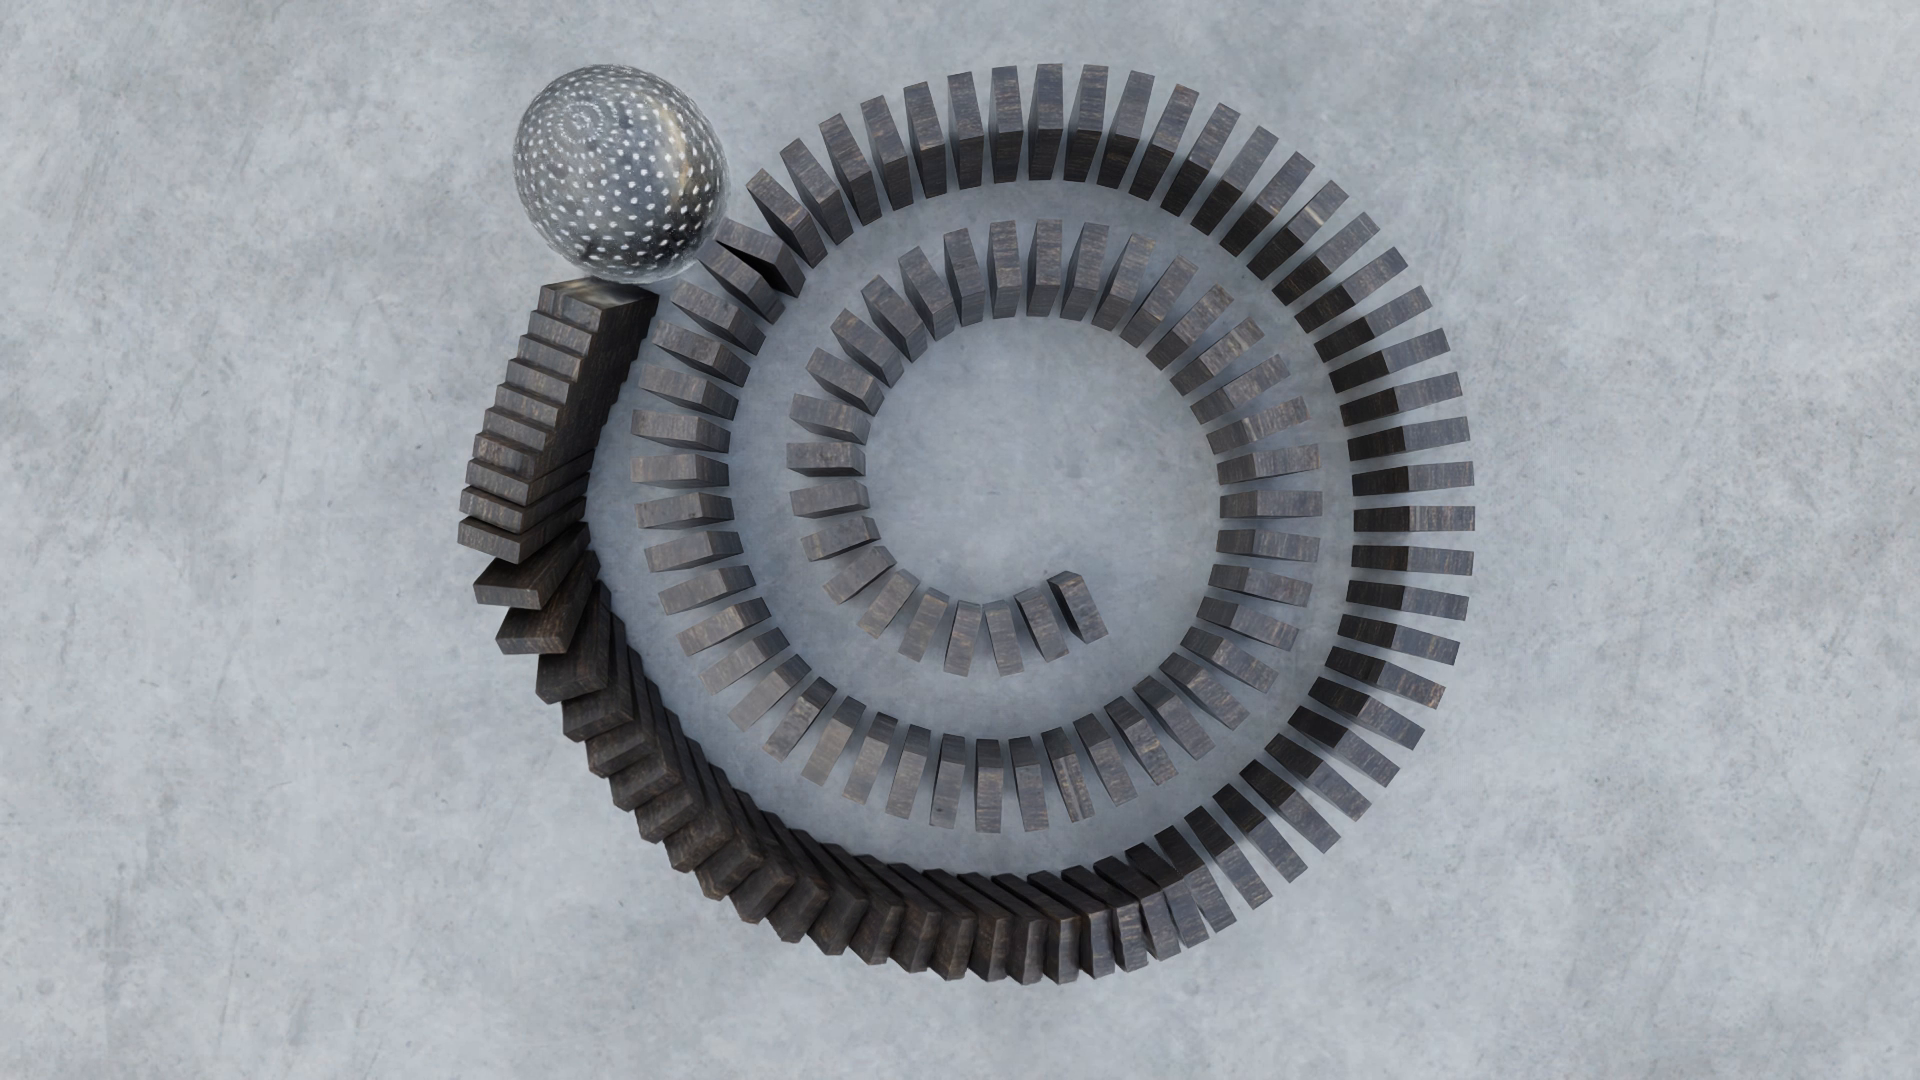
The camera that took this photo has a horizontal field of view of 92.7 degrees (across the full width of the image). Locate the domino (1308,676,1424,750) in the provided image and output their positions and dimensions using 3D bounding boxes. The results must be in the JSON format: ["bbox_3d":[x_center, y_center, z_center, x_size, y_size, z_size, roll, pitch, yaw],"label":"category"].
[{"bbox_3d":[0.165,0.070,0.375,0.025,0.050,0.009,31,90,0],"label":"domino"}]

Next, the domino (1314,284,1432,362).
[{"bbox_3d":[0.167,-0.087,0.375,0.025,0.050,0.010,-29,90,0],"label":"domino"}]

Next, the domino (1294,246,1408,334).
[{"bbox_3d":[0.159,-0.101,0.375,0.025,0.050,0.009,-36,90,0],"label":"domino"}]

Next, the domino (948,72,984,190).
[{"bbox_3d":[0.002,-0.166,0.375,0.010,0.050,0.025,-11,90,0],"label":"domino"}]

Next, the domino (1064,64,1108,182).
[{"bbox_3d":[0.051,-0.169,0.375,0.009,0.050,0.025,5,90,0],"label":"domino"}]

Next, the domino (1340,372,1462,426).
[{"bbox_3d":[0.179,-0.057,0.375,0.025,0.050,0.010,-14,90,0],"label":"domino"}]

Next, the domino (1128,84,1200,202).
[{"bbox_3d":[0.083,-0.161,0.375,0.009,0.050,0.025,22,90,0],"label":"domino"}]

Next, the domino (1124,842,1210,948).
[{"bbox_3d":[0.083,0.144,0.375,0.010,0.050,0.025,-23,90,-8],"label":"domino"}]

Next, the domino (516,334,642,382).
[{"bbox_3d":[-0.155,-0.079,0.375,0.025,0.050,0.009,22,113,0],"label":"domino"}]

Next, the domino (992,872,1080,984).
[{"bbox_3d":[0.030,0.158,0.376,0.010,0.050,0.025,3,90,-30],"label":"domino"}]

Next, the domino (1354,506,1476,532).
[{"bbox_3d":[0.184,-0.008,0.375,0.025,0.050,0.010,0,90,0],"label":"domino"}]

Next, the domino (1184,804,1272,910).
[{"bbox_3d":[0.109,0.129,0.375,0.010,0.050,0.025,-35,90,0],"label":"domino"}]

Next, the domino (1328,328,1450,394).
[{"bbox_3d":[0.174,-0.073,0.375,0.025,0.050,0.010,-20,90,0],"label":"domino"}]

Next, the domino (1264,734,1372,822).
[{"bbox_3d":[0.145,0.096,0.375,0.025,0.050,0.010,42,90,0],"label":"domino"}]

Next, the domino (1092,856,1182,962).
[{"bbox_3d":[0.071,0.149,0.375,0.010,0.050,0.025,-17,90,-14],"label":"domino"}]

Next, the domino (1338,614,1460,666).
[{"bbox_3d":[0.178,0.040,0.375,0.025,0.050,0.009,16,90,0],"label":"domino"}]

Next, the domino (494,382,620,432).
[{"bbox_3d":[-0.163,-0.060,0.375,0.025,0.050,0.010,22,113,0],"label":"domino"}]

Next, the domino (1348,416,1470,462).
[{"bbox_3d":[0.182,-0.041,0.375,0.025,0.050,0.010,-9,90,0],"label":"domino"}]

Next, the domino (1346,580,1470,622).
[{"bbox_3d":[0.182,0.024,0.375,0.025,0.050,0.010,10,90,0],"label":"domino"}]

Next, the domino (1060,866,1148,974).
[{"bbox_3d":[0.058,0.154,0.375,0.009,0.050,0.025,-9,90,-19],"label":"domino"}]

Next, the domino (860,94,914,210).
[{"bbox_3d":[-0.029,-0.157,0.375,0.009,0.050,0.025,-22,90,0],"label":"domino"}]

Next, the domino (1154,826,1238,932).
[{"bbox_3d":[0.095,0.137,0.375,0.009,0.050,0.025,-29,90,-1],"label":"domino"}]

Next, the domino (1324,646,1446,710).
[{"bbox_3d":[0.172,0.056,0.375,0.025,0.050,0.010,24,90,0],"label":"domino"}]

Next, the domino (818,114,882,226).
[{"bbox_3d":[-0.044,-0.150,0.375,0.010,0.050,0.025,-28,90,0],"label":"domino"}]

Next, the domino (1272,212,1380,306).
[{"bbox_3d":[0.148,-0.114,0.375,0.025,0.050,0.009,-42,90,0],"label":"domino"}]

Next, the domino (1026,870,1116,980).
[{"bbox_3d":[0.044,0.156,0.375,0.010,0.050,0.025,-4,90,-25],"label":"domino"}]

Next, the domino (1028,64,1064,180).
[{"bbox_3d":[0.035,-0.170,0.375,0.009,0.050,0.025,-1,90,0],"label":"domino"}]

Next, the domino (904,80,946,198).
[{"bbox_3d":[-0.014,-0.162,0.375,0.009,0.050,0.025,-16,90,0],"label":"domino"}]

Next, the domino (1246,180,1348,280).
[{"bbox_3d":[0.137,-0.125,0.375,0.010,0.050,0.025,43,90,0],"label":"domino"}]

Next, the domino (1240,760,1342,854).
[{"bbox_3d":[0.134,0.108,0.375,0.010,0.050,0.025,-44,90,0],"label":"domino"}]

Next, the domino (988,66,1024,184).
[{"bbox_3d":[0.018,-0.168,0.375,0.010,0.050,0.025,-6,90,0],"label":"domino"}]

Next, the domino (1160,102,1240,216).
[{"bbox_3d":[0.097,-0.154,0.375,0.010,0.050,0.025,29,90,0],"label":"domino"}]

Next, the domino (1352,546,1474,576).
[{"bbox_3d":[0.184,0.008,0.375,0.025,0.050,0.010,5,90,0],"label":"domino"}]

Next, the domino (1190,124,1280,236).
[{"bbox_3d":[0.111,-0.146,0.375,0.010,0.050,0.025,34,90,0],"label":"domino"}]

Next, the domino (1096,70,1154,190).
[{"bbox_3d":[0.067,-0.166,0.375,0.010,0.050,0.025,14,90,0],"label":"domino"}]

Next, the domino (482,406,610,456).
[{"bbox_3d":[-0.168,-0.050,0.375,0.025,0.050,0.009,22,113,0],"label":"domino"}]

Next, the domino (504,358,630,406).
[{"bbox_3d":[-0.159,-0.069,0.375,0.025,0.050,0.010,22,113,0],"label":"domino"}]

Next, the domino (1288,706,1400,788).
[{"bbox_3d":[0.156,0.083,0.375,0.025,0.050,0.010,37,90,0],"label":"domino"}]

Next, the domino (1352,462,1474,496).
[{"bbox_3d":[0.184,-0.025,0.375,0.025,0.050,0.010,-4,90,0],"label":"domino"}]

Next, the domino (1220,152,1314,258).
[{"bbox_3d":[0.124,-0.136,0.375,0.009,0.050,0.025,38,90,0],"label":"domino"}]

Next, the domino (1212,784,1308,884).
[{"bbox_3d":[0.122,0.119,0.375,0.010,0.050,0.025,-40,90,0],"label":"domino"}]
